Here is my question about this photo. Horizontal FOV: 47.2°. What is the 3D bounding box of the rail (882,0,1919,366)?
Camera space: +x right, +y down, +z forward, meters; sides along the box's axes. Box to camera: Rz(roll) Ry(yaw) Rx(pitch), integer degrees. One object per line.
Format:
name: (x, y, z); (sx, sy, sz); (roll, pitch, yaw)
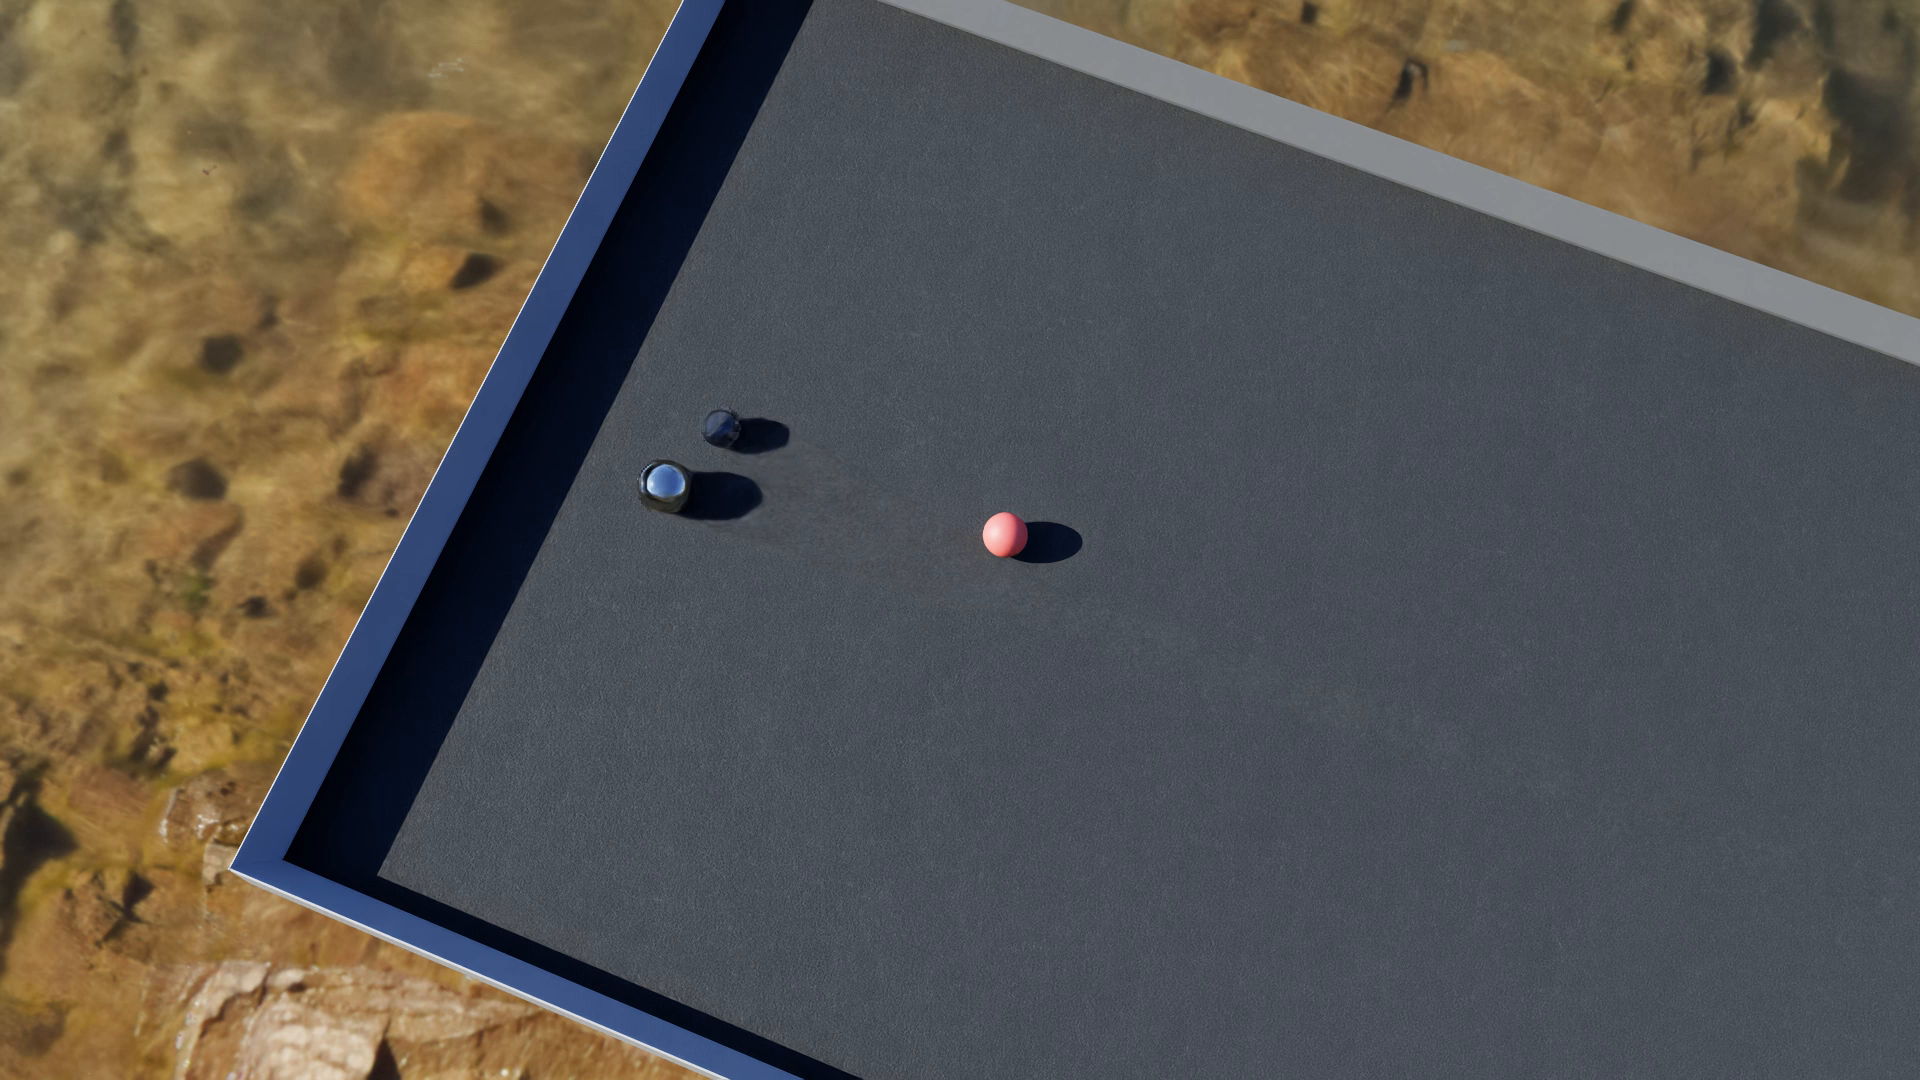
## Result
rail: (1.051, -0.486, 3.587); (3.126, 0.111, 0.045); (21, 72, 7)

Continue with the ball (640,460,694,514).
ball: (-0.461, -0.083, 3.457); (0.085, 0.085, 0.085); (0, 70, 0)

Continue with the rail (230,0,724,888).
rail: (-0.702, -0.275, 3.511); (0.045, 0.111, 1.785); (21, 72, 7)

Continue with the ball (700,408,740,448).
ball: (-0.381, -0.177, 3.503); (0.063, 0.063, 0.063); (0, 70, 0)

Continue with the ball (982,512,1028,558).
ball: (0.071, -0.008, 3.437); (0.071, 0.071, 0.071); (0, 70, 0)

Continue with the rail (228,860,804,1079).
rail: (0.396, 1.029, 3.044); (3.126, 0.111, 0.045); (21, 72, 7)
